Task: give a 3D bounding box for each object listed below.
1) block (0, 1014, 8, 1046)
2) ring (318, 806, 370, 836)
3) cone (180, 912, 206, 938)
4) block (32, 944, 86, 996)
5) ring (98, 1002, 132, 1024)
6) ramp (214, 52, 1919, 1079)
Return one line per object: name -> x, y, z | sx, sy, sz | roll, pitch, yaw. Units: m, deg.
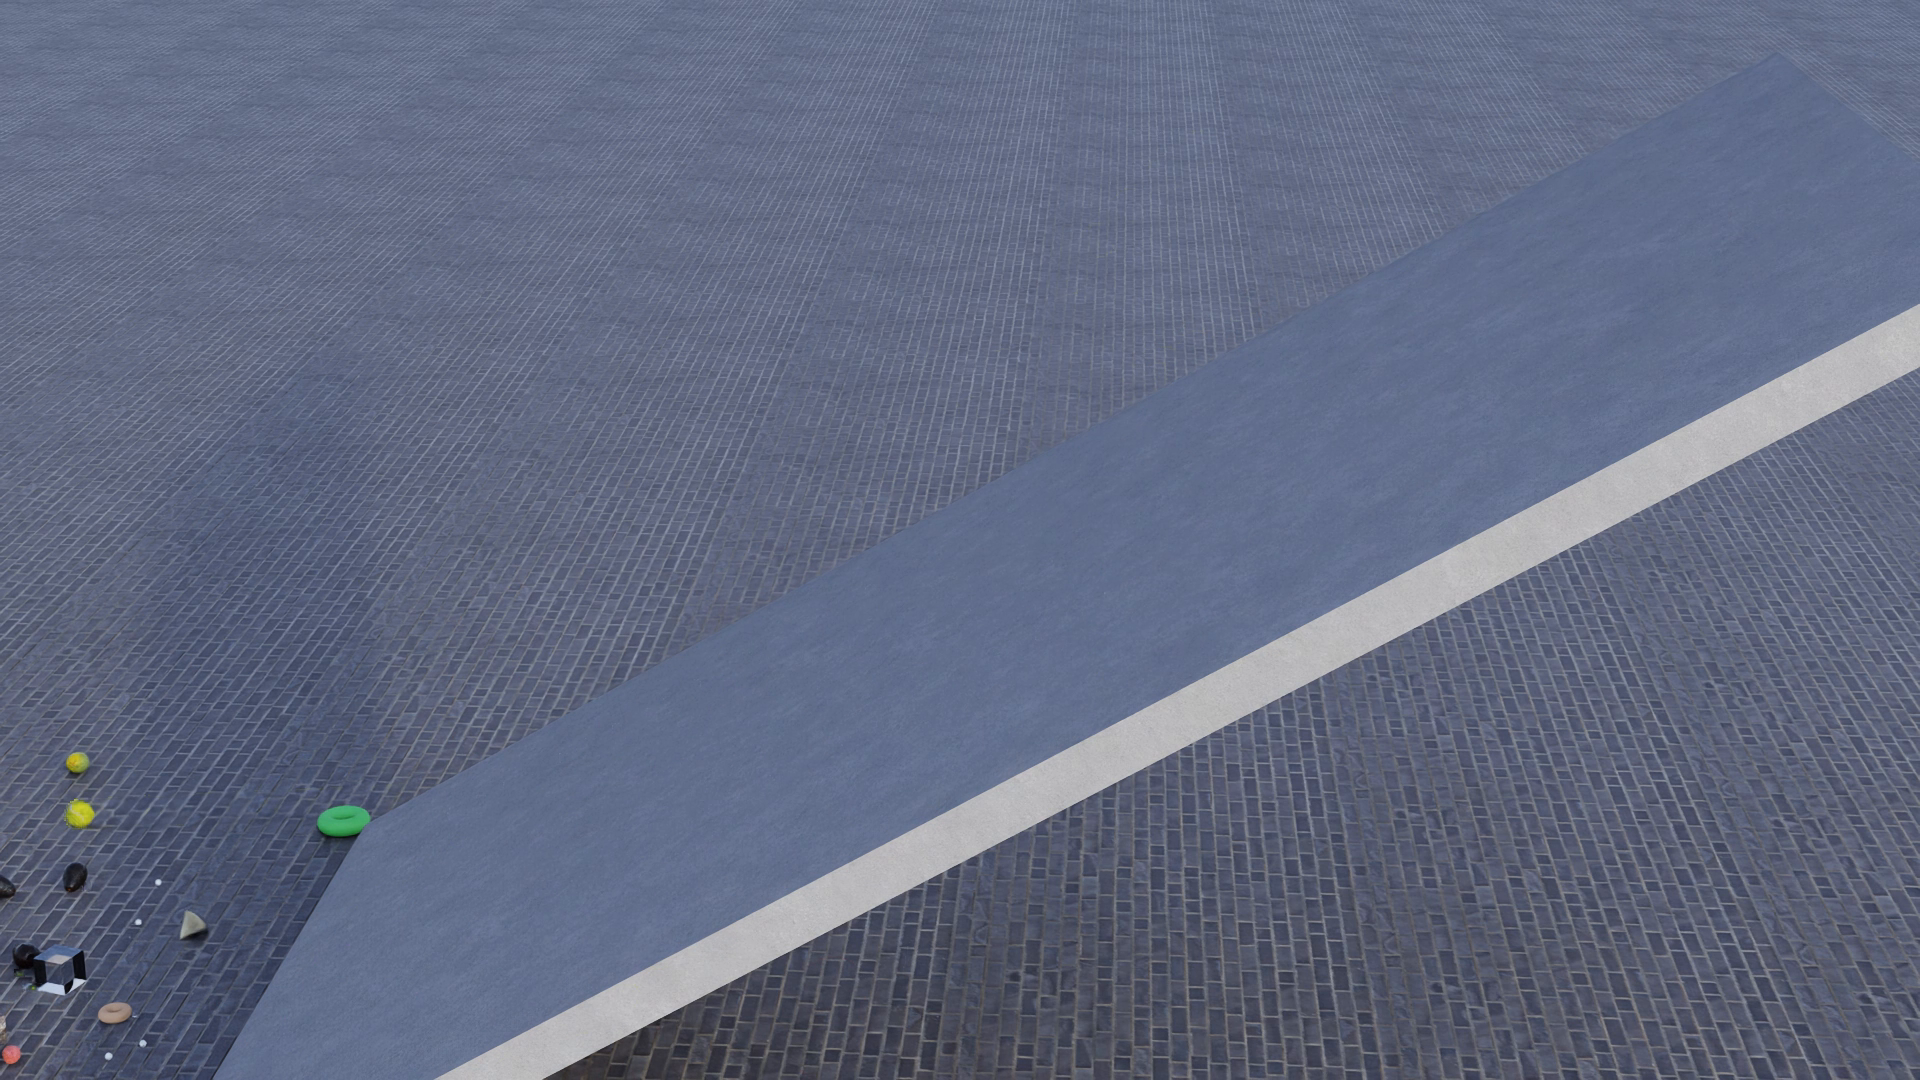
block -> -2.221, 1.115, 6.695 | 0.069, 0.069, 0.069 | 14, 24, 36
ring -> -1.637, 0.747, 7.814 | 0.140, 0.047, 0.140 | -1, 18, 0
cone -> -1.896, 0.958, 7.222 | 0.064, 0.064, 0.064 | 13, 49, 33
block -> -2.131, 1.017, 6.964 | 0.082, 0.082, 0.082 | 7, 20, 20
ring -> -1.959, 1.096, 6.819 | 0.077, 0.026, 0.077 | -1, 18, 0
ramp -> 0.142, 0.168, 6.286 | 4.000, 0.100, 2.000 | -29, 15, 12
